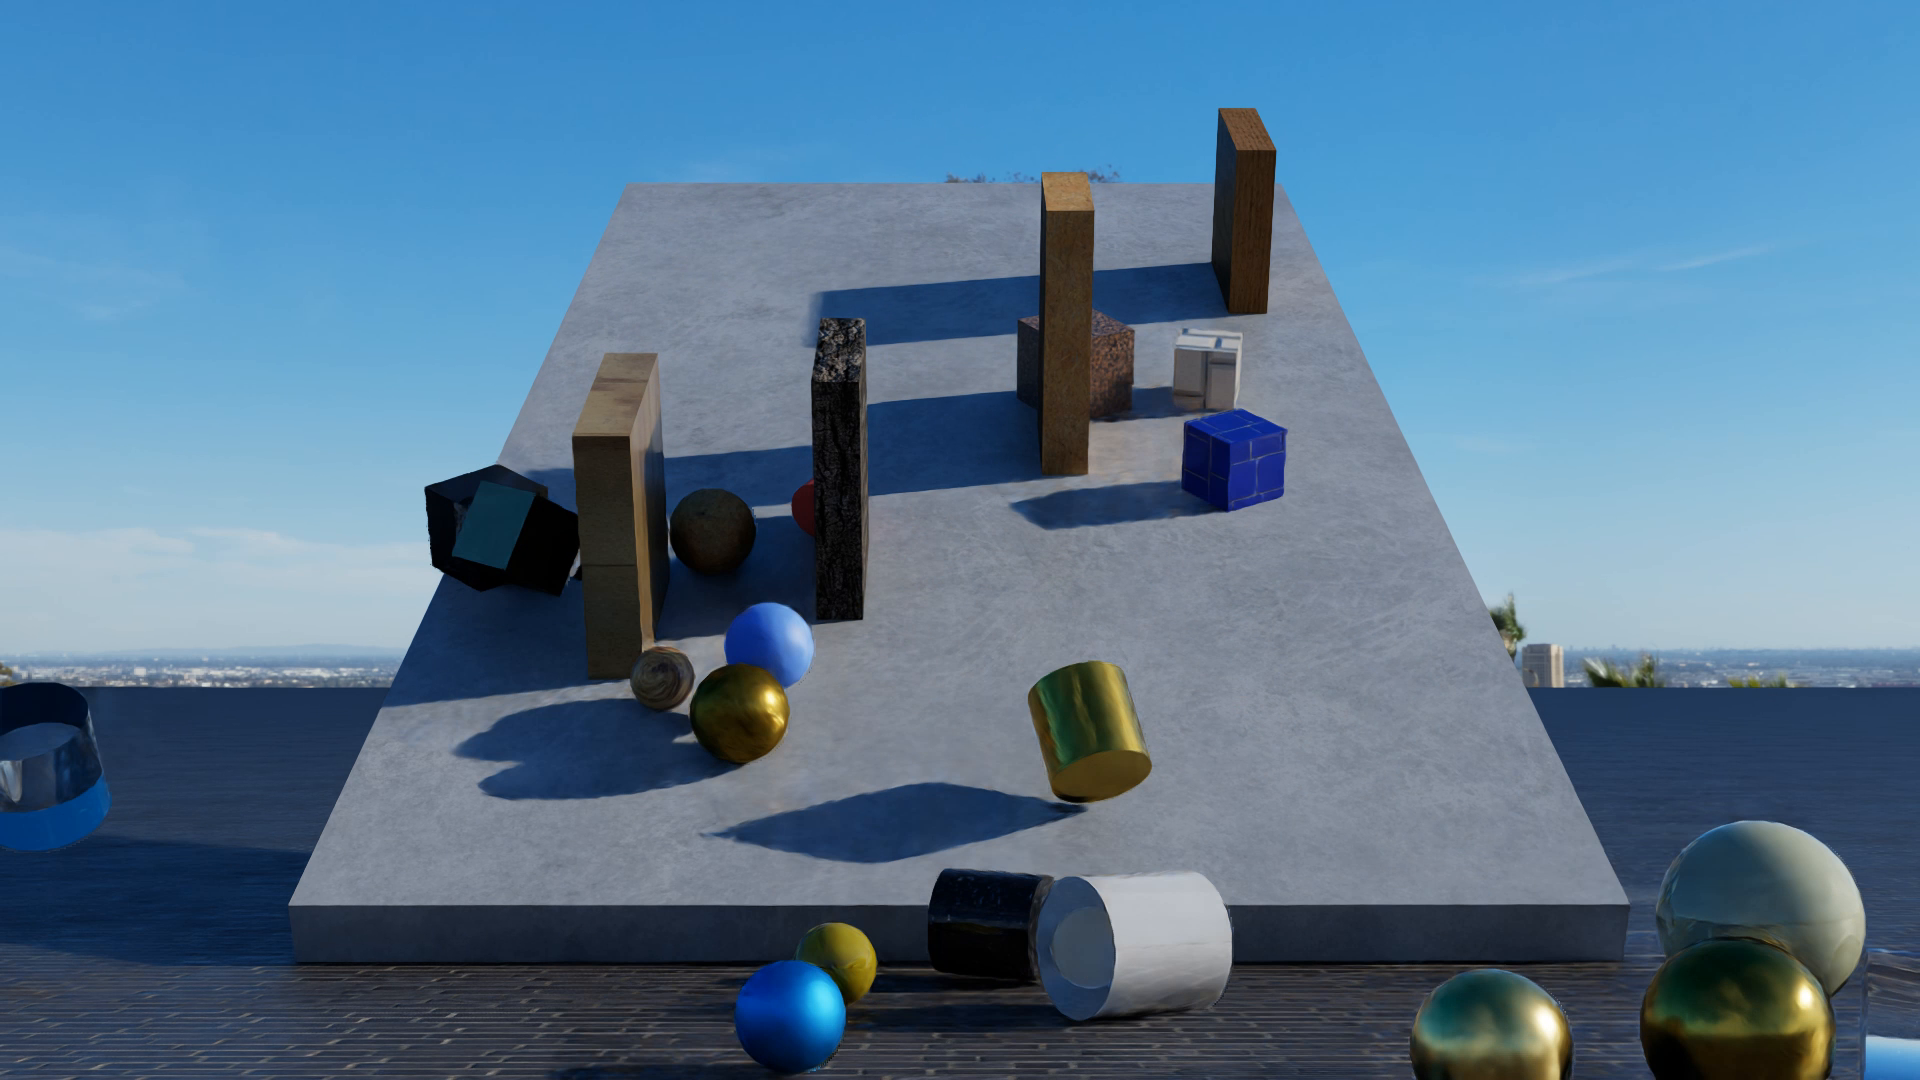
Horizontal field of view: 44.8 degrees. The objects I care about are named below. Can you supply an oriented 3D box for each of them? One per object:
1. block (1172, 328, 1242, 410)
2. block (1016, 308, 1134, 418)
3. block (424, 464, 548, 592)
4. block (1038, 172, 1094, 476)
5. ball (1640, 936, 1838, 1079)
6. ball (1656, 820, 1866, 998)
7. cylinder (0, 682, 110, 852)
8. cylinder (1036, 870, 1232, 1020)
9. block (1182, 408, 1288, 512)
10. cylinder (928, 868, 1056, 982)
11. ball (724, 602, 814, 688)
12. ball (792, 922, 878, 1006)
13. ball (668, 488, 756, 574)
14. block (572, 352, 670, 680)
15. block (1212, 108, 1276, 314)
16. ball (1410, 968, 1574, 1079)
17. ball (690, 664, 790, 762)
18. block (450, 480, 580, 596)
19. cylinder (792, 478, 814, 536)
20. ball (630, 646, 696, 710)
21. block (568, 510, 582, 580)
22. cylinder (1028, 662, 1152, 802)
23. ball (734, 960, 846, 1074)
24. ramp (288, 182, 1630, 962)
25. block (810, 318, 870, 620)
[{"bbox_3d":[0.573,-0.395,5.394,0.142,0.142,0.142,5,25,10],"label":"block"},{"bbox_3d":[0.264,-0.403,5.347,0.194,0.194,0.194,-13,27,-27],"label":"block"},{"bbox_3d":[-0.916,-0.025,4.529,0.168,0.168,0.168,-22,32,-40],"label":"block"},{"bbox_3d":[0.225,-0.467,5.010,0.098,0.585,0.299,0,24,0],"label":"block"},{"bbox_3d":[0.740,0.467,2.218,0.179,0.179,0.179,0,-3,0],"label":"ball"},{"bbox_3d":[0.817,0.388,2.379,0.203,0.203,0.203,0,-3,0],"label":"ball"},{"bbox_3d":[-1.617,0.396,4.077,0.210,0.210,0.210,1,36,-1],"label":"cylinder"},{"bbox_3d":[0.218,0.509,2.934,0.177,0.177,0.177,2,-4,-31],"label":"cylinder"},{"bbox_3d":[0.573,-0.169,4.877,0.151,0.151,0.151,-15,28,-31],"label":"block"},{"bbox_3d":[0.049,0.539,3.268,0.147,0.147,0.147,1,-3,21],"label":"cylinder"},{"bbox_3d":[-0.325,0.182,3.960,0.151,0.151,0.151,0,-3,0],"label":"ball"},{"bbox_3d":[-0.162,0.549,3.009,0.111,0.111,0.111,0,-3,0],"label":"ball"},{"bbox_3d":[-0.480,-0.017,4.514,0.168,0.168,0.168,0,-3,0],"label":"ball"},{"bbox_3d":[-0.609,-0.050,4.226,0.098,0.463,0.419,0,24,0],"label":"block"},{"bbox_3d":[0.739,-0.868,6.099,0.099,0.428,0.442,0,24,0],"label":"block"},{"bbox_3d":[0.500,0.480,2.193,0.151,0.151,0.151,0,-3,0],"label":"ball"},{"bbox_3d":[-0.364,0.285,3.845,0.163,0.163,0.163,0,-3,0],"label":"ball"},{"bbox_3d":[-0.822,-0.003,4.356,0.152,0.152,0.152,13,-12,36],"label":"block"},{"bbox_3d":[-0.264,-0.079,4.718,0.115,0.115,0.115,-2,21,27],"label":"cylinder"},{"bbox_3d":[-0.513,0.238,4.012,0.111,0.111,0.111,0,-3,0],"label":"ball"},{"bbox_3d":[-0.753,0.006,4.477,0.110,0.110,0.110,22,-6,39],"label":"block"},{"bbox_3d":[0.205,0.306,3.706,0.163,0.163,0.163,-10,-33,-7],"label":"cylinder"},{"bbox_3d":[-0.184,0.515,2.518,0.120,0.120,0.120,0,-3,0],"label":"ball"},{"bbox_3d":[-0.008,-0.228,5.315,2.000,0.100,4.000,0,24,0],"label":"ramp"},{"bbox_3d":[-0.224,-0.139,4.414,0.086,0.472,0.354,0,24,0],"label":"block"}]
